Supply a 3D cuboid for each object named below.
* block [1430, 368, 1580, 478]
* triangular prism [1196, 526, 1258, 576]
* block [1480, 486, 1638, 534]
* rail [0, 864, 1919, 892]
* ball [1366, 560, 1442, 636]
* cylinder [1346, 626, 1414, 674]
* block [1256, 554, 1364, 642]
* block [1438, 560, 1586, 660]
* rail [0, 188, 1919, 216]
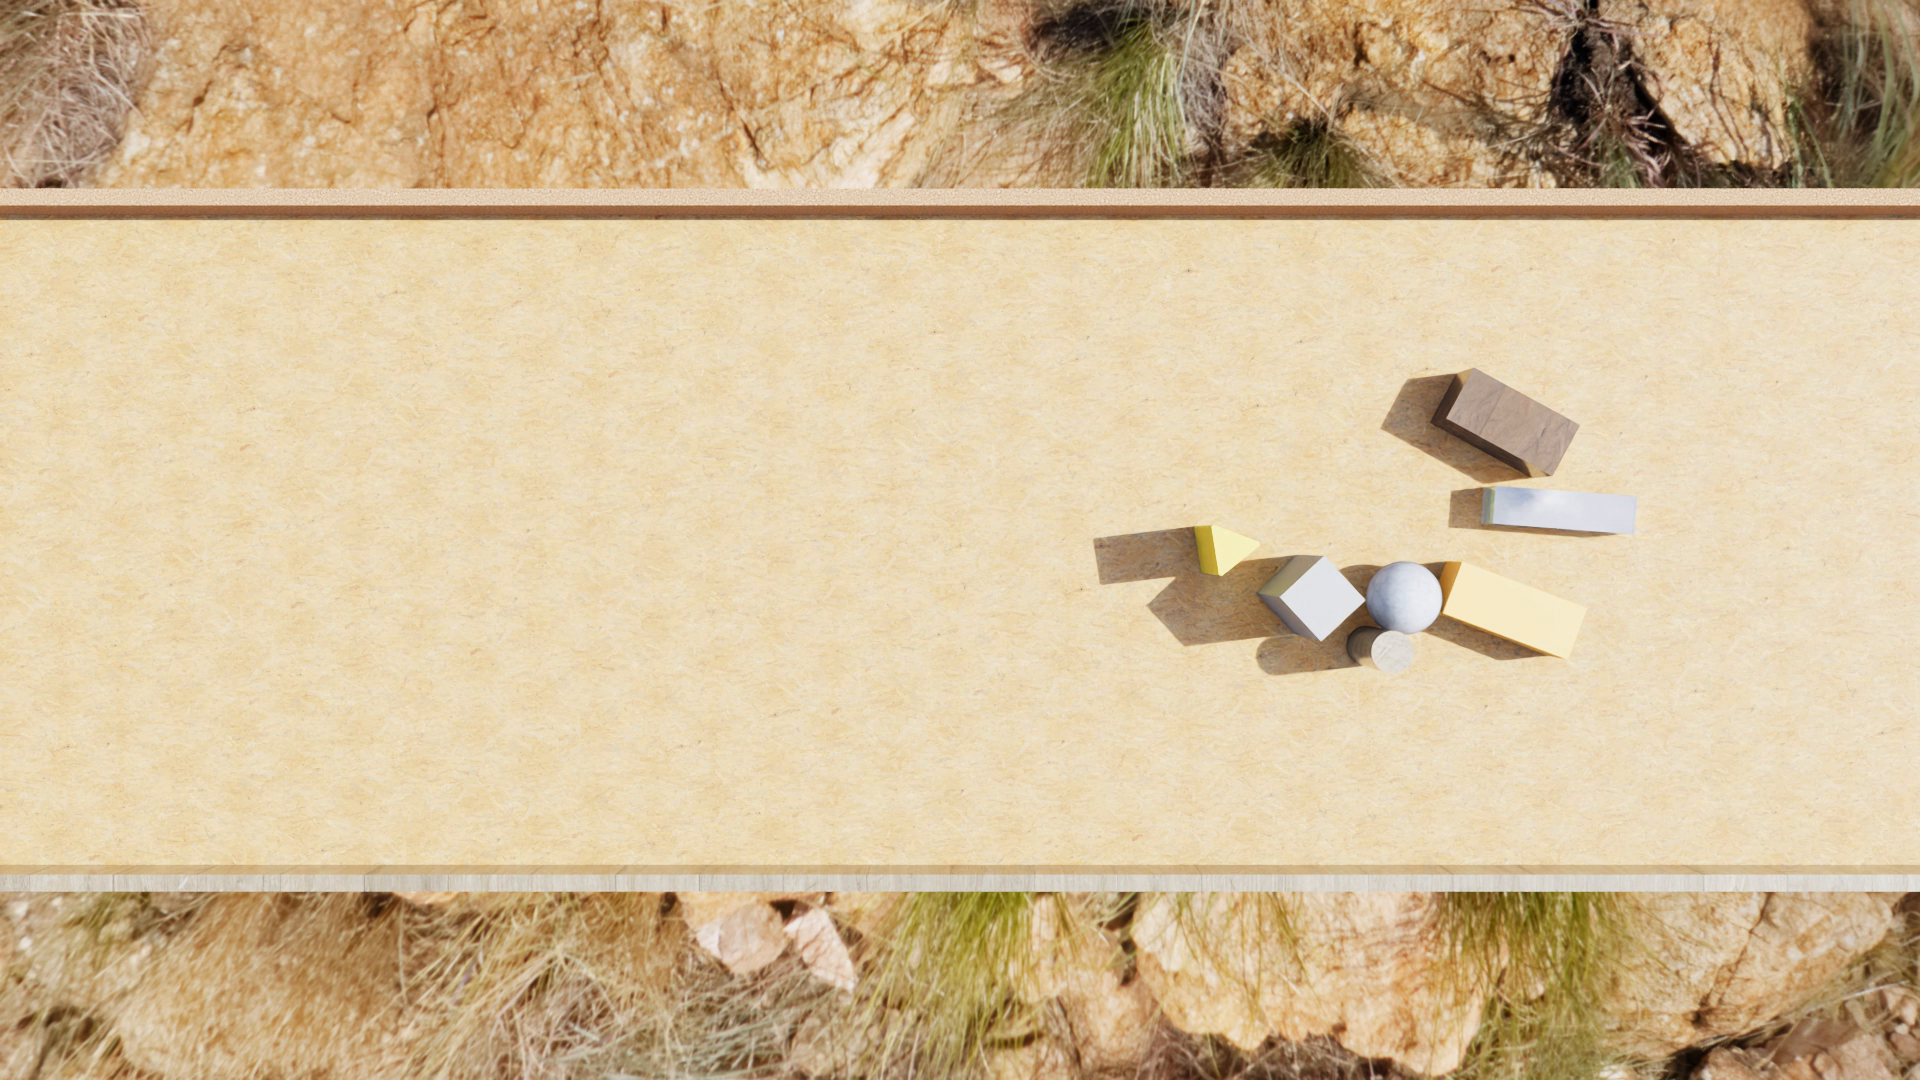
[{"bbox_3d":[1.645,-0.352,4.990,0.360,0.173,0.173,29,90,0],"label":"block"},{"bbox_3d":[0.763,0.008,4.902,0.145,0.349,0.126,-39,90,0],"label":"triangular prism"},{"bbox_3d":[1.821,-0.090,5.020,0.428,0.114,0.114,4,90,0],"label":"block"},{"bbox_3d":[-2.247,1.025,5.001,12.000,0.150,0.050,0,90,0],"label":"rail"},{"bbox_3d":[1.336,0.175,4.965,0.224,0.224,0.224,0,90,0],"label":"ball"},{"bbox_3d":[1.250,0.325,4.921,0.123,0.311,0.123,0,90,0],"label":"cylinder"},{"bbox_3d":[1.033,0.167,4.887,0.173,0.380,0.173,-43,90,0],"label":"block"},{"bbox_3d":[1.654,0.210,4.994,0.397,0.164,0.164,20,90,0],"label":"block"},{"bbox_3d":[-2.247,-1.025,5.002,12.000,0.150,0.050,0,90,0],"label":"rail"}]
